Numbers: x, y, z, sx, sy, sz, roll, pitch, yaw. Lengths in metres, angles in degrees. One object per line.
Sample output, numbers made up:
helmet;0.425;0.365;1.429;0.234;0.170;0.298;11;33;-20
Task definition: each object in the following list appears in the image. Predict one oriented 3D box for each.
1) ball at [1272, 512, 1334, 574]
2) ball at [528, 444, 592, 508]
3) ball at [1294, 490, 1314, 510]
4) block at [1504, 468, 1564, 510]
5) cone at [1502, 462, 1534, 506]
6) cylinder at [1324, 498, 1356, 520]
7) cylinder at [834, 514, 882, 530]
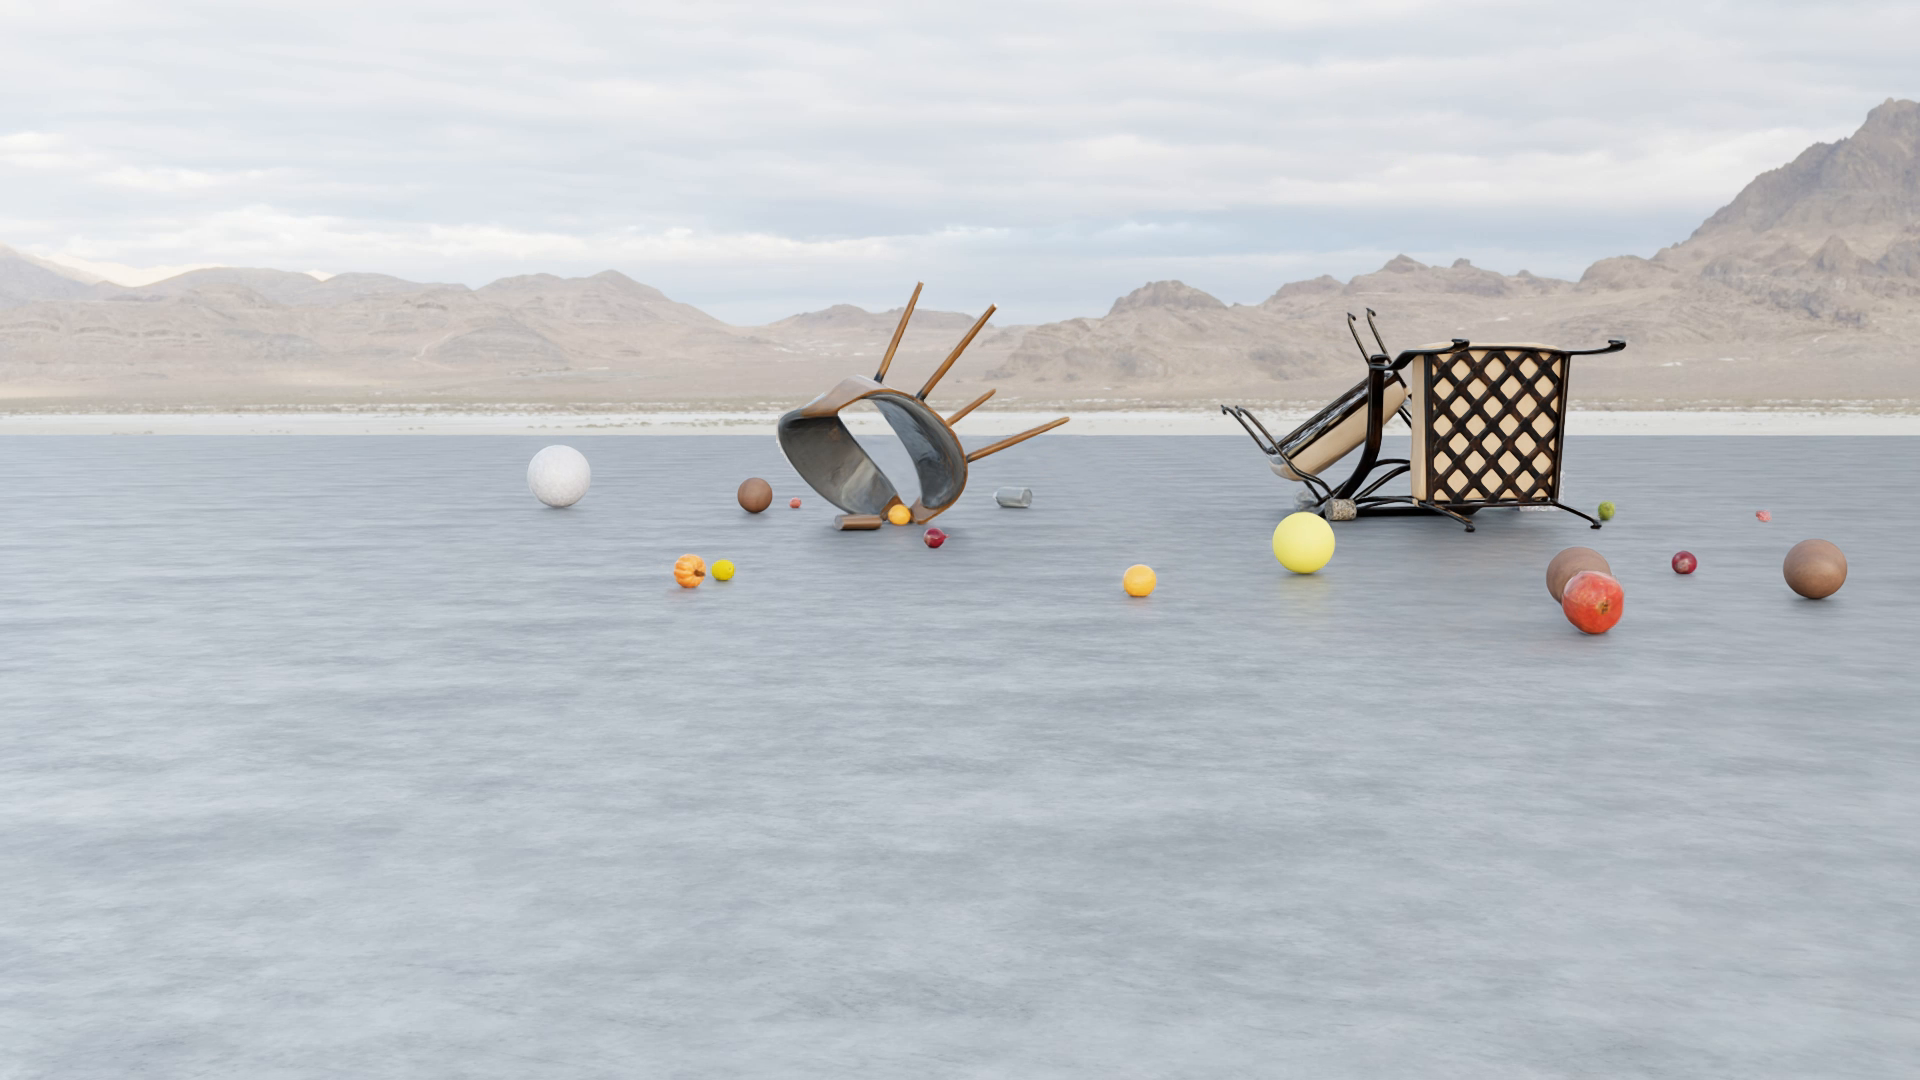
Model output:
ball;0.835;0.007;5.344;0.150;0.150;0.150;0;4;0
ball;-1.516;-0.241;8.316;0.238;0.238;0.238;0;4;0
ball;1.284;-0.150;8.195;0.074;0.074;0.074;0;4;0
block;2.138;-0.189;8.190;0.167;0.151;0.170;0;4;-5
cone;2.194;-0.217;8.468;0.198;0.170;0.213;-2;4;-26
cylinder;1.299;-0.103;7.509;0.081;0.074;0.099;-1;8;-8
cylinder;-0.326;-0.057;7.027;0.125;0.048;0.122;-1;4;-17
